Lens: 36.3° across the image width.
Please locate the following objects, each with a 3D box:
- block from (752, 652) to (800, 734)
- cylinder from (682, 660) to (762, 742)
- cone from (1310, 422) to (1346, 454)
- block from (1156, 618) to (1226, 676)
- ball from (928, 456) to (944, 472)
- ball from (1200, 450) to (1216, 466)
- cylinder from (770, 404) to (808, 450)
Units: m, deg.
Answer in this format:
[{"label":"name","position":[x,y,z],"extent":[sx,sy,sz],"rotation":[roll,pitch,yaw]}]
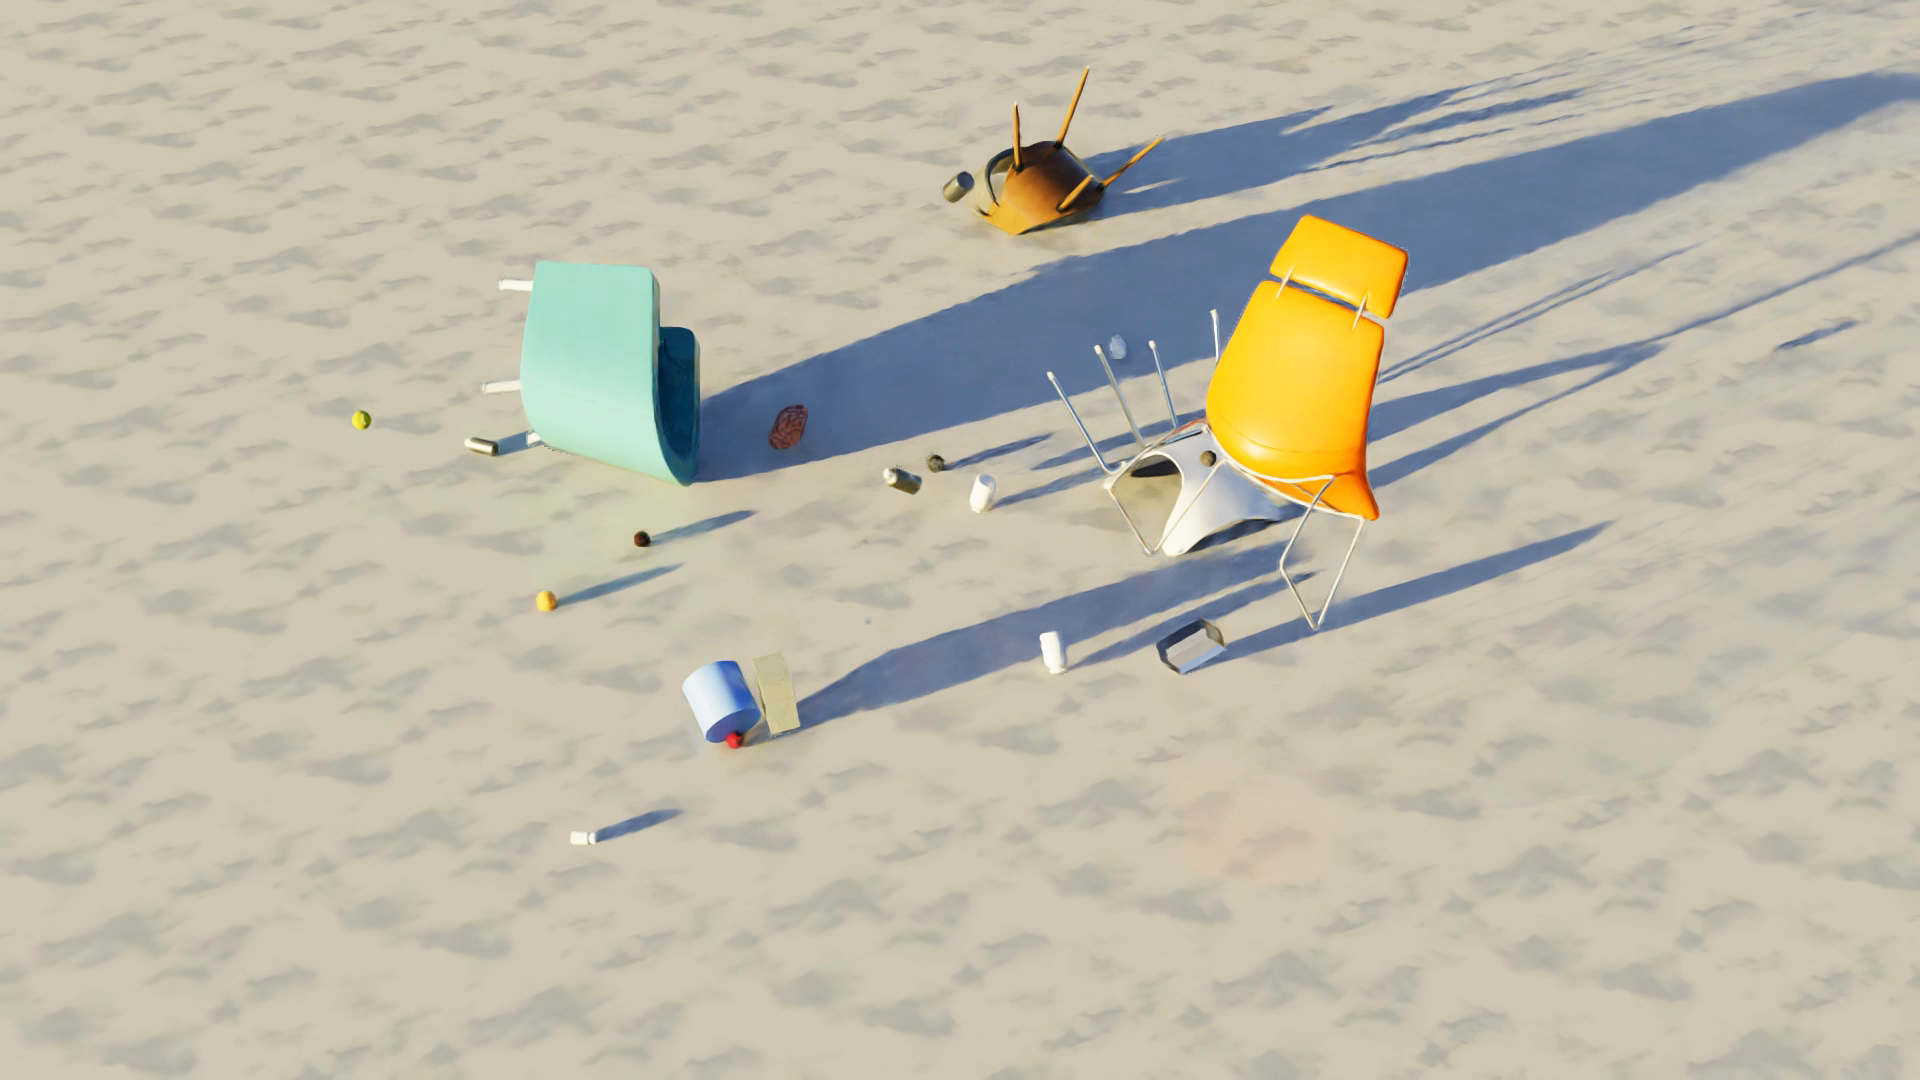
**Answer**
[{"label":"block","position":[-0.619,0.515,9.877],"extent":[0.100,0.211,0.155],"rotation":[-14,36,-7]},{"label":"cylinder","position":[-0.802,0.543,9.875],"extent":[0.204,0.196,0.201],"rotation":[-23,64,-12]},{"label":"cone","position":[1.459,-0.378,11.468],"extent":[0.136,0.120,0.144],"rotation":[37,30,9]},{"label":"block","position":[0.801,0.369,10.168],"extent":[0.194,0.125,0.085],"rotation":[-31,52,23]},{"label":"ball","position":[-0.092,-0.295,11.330],"extent":[0.067,0.067,0.067],"rotation":[0,33,0]},{"label":"ball","position":[0.861,-0.283,10.144],"extent":[0.057,0.057,0.057],"rotation":[0,33,0]},{"label":"cylinder","position":[-0.670,-0.444,11.487],"extent":[0.104,0.167,0.117],"rotation":[39,29,-17]}]
